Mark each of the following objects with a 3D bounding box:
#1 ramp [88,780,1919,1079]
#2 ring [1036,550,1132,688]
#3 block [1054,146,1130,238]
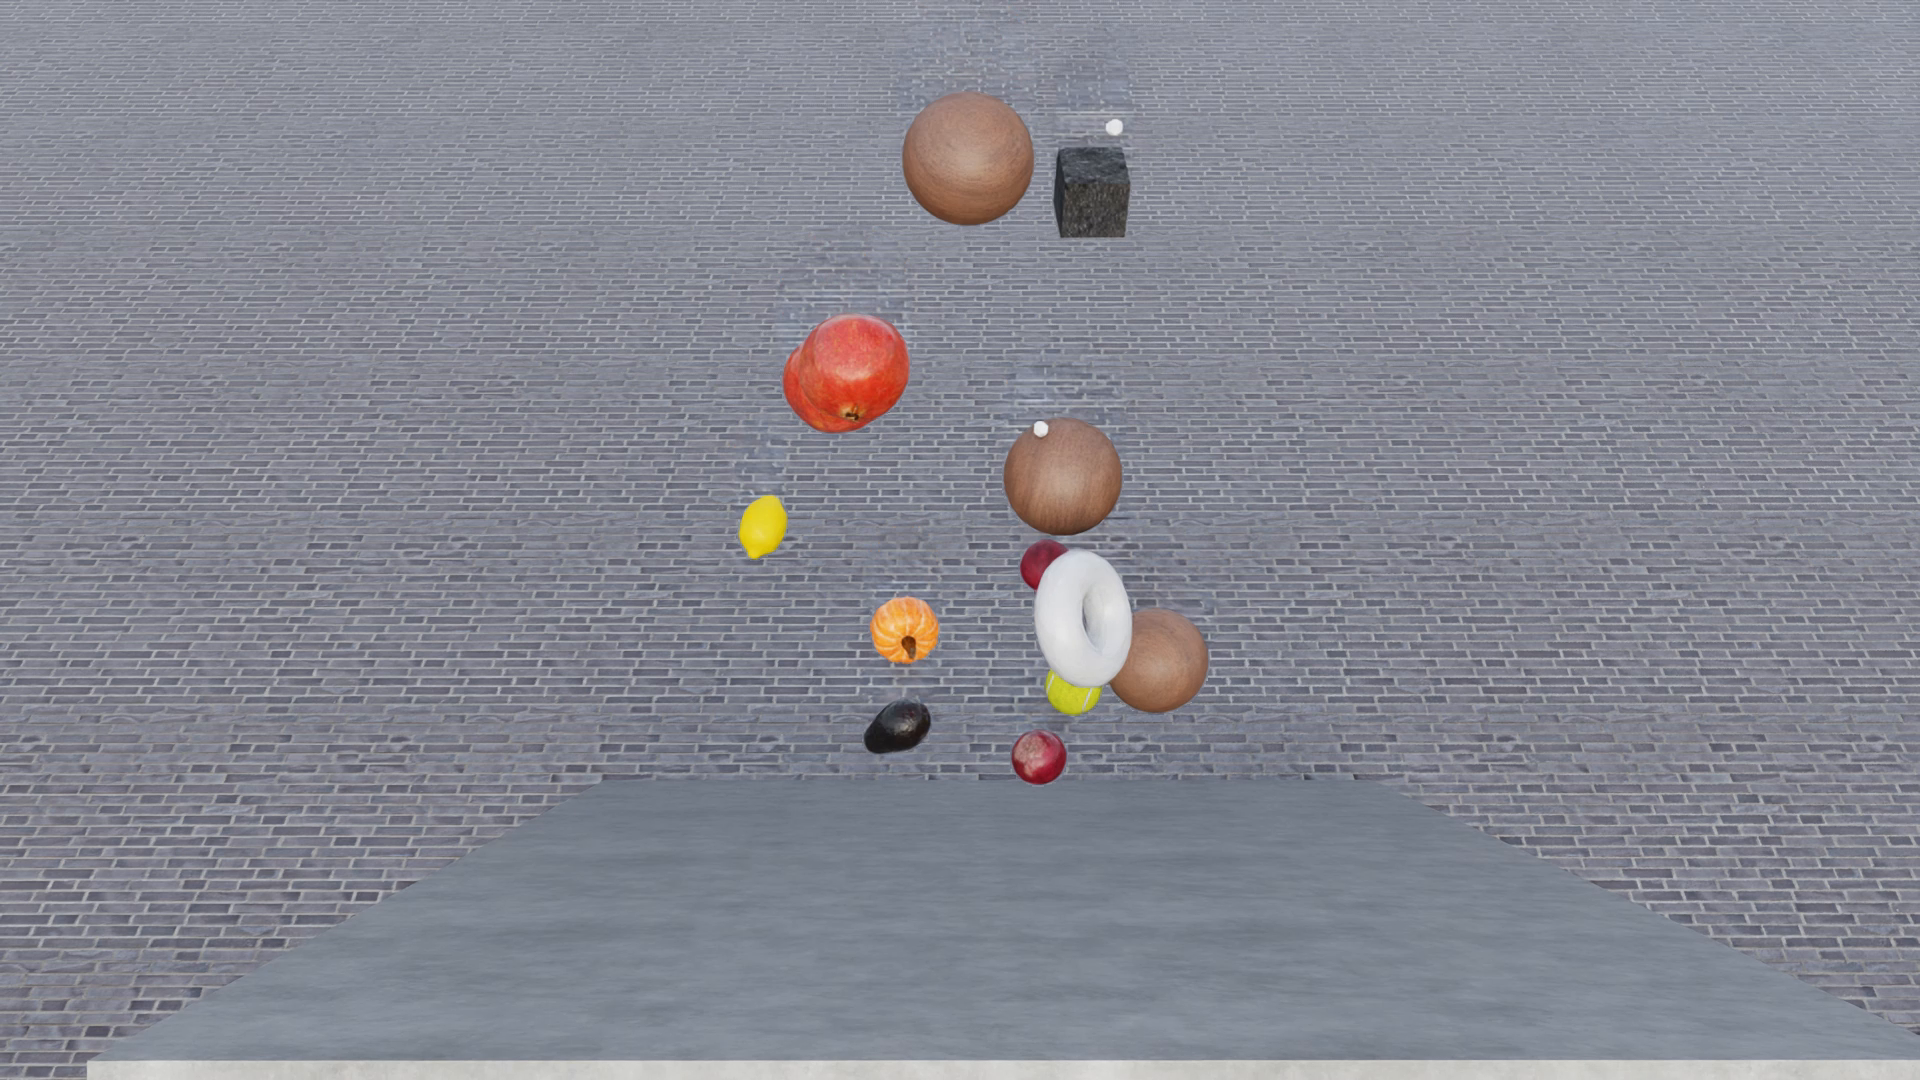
[{"bbox_3d":[0.073,0.639,4.751,2.000,0.100,4.000,0,-1,0],"label":"ramp"},{"bbox_3d":[0.129,0.082,2.696,0.048,0.145,0.145,-8,24,35],"label":"ring"},{"bbox_3d":[0.138,-0.364,2.715,0.068,0.068,0.068,-1,42,-6],"label":"block"}]
